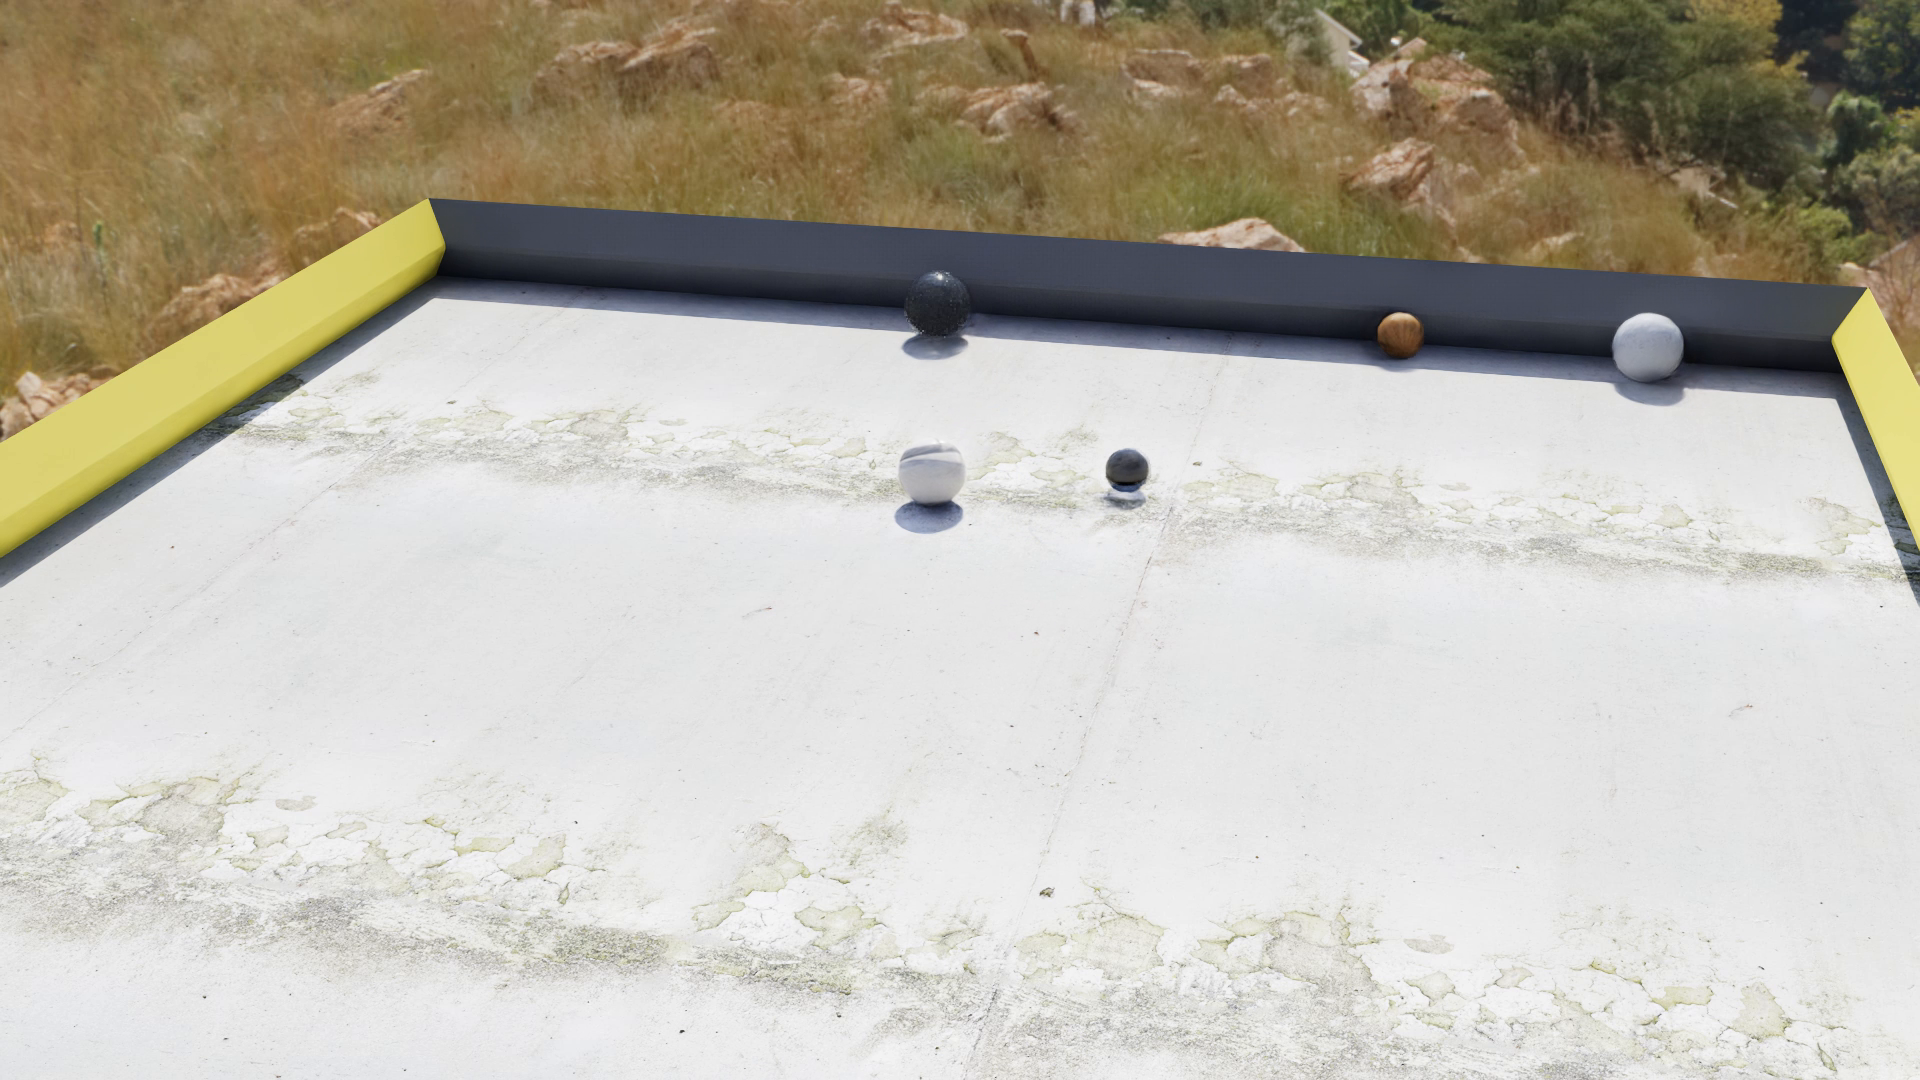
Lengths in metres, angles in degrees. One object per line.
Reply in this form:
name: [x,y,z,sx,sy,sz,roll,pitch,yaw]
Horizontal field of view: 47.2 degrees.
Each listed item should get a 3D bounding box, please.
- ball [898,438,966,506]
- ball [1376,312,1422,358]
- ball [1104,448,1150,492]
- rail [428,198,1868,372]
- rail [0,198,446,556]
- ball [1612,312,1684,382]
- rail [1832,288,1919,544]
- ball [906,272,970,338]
ball: [-0.033,-0.081,2.602,0.082,0.082,0.082,0,24,0]
ball: [0.620,-0.289,3.100,0.064,0.064,0.064,0,24,0]
ball: [0.201,-0.083,2.643,0.053,0.053,0.053,0,24,0]
rail: [0.199,-0.373,3.215,2.123,0.123,0.045,5,24,12]
rail: [-1.216,0.242,1.808,0.045,0.123,3.672,5,24,12]
ball: [0.940,-0.263,3.003,0.094,0.094,0.094,0,24,0]
rail: [0.807,0.427,1.384,0.045,0.123,3.672,5,24,12]
ball: [-0.032,-0.339,3.176,0.095,0.095,0.095,0,24,0]
